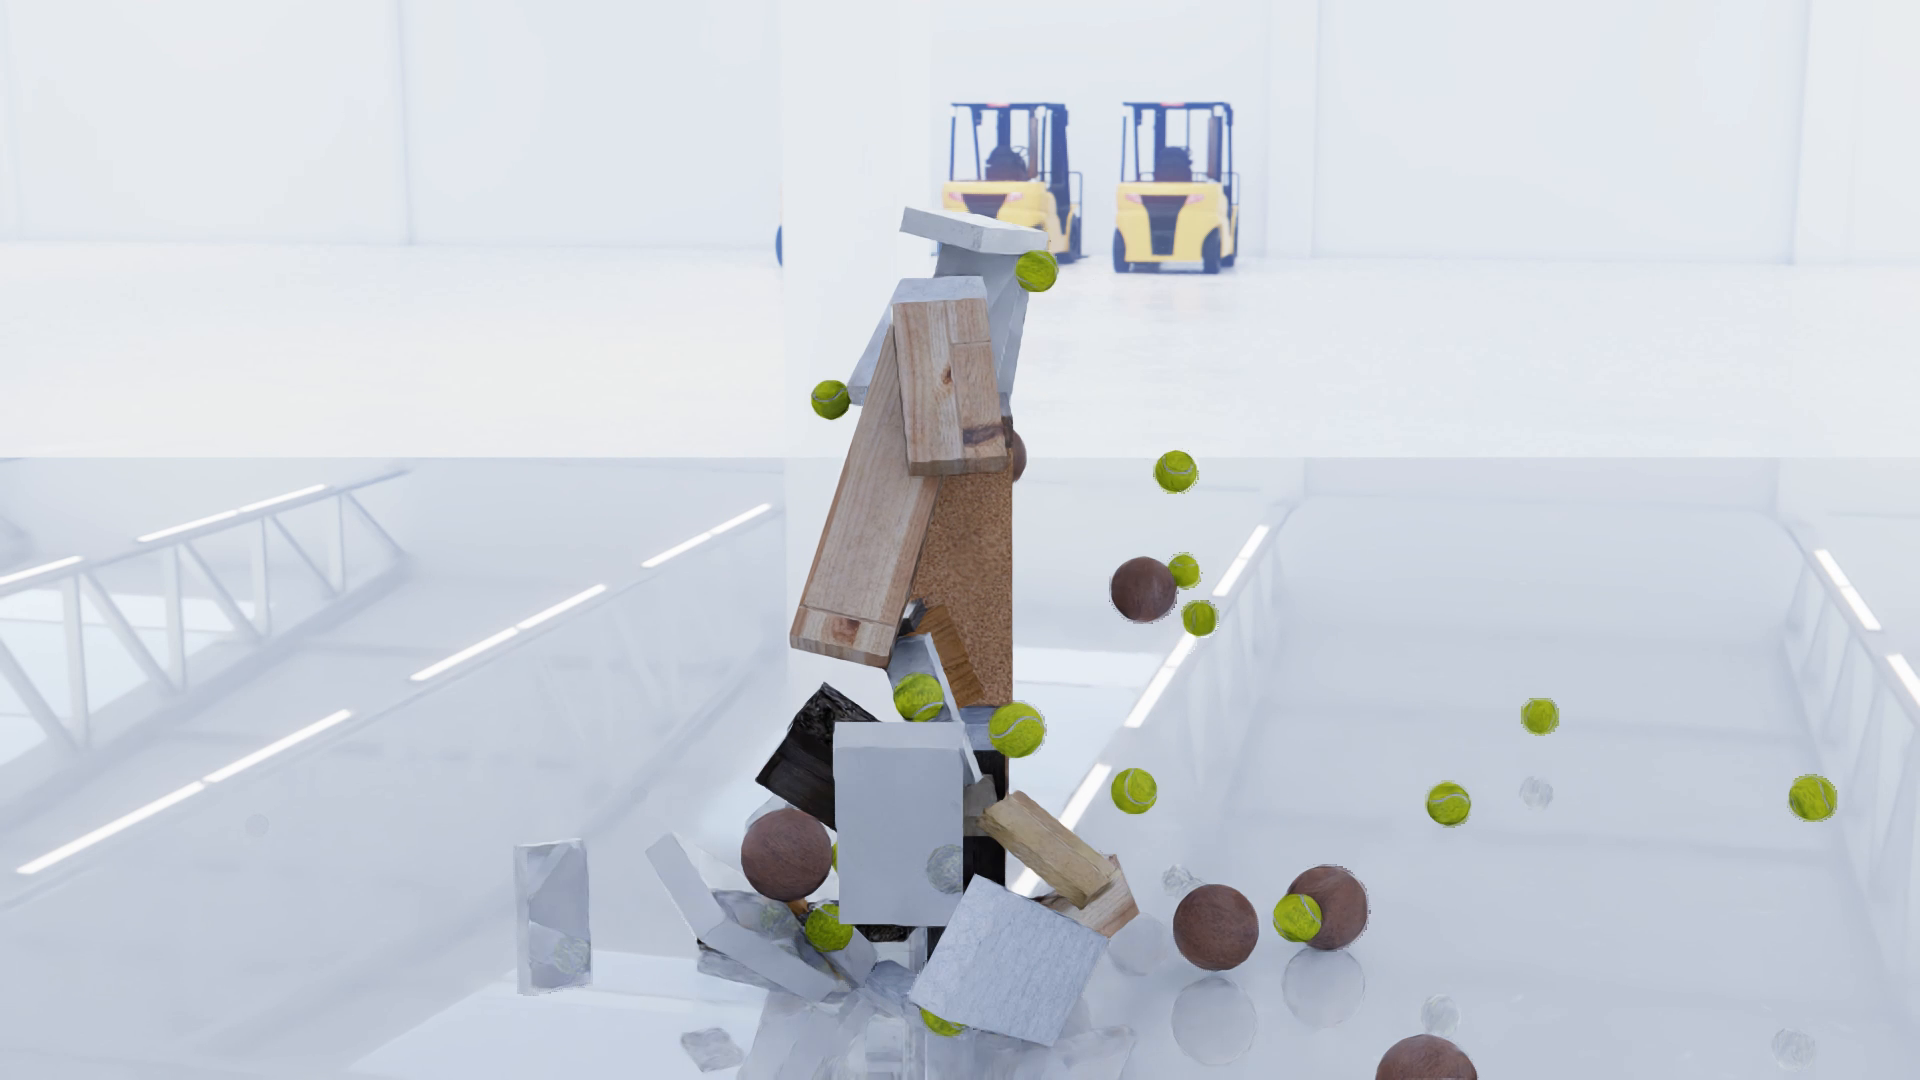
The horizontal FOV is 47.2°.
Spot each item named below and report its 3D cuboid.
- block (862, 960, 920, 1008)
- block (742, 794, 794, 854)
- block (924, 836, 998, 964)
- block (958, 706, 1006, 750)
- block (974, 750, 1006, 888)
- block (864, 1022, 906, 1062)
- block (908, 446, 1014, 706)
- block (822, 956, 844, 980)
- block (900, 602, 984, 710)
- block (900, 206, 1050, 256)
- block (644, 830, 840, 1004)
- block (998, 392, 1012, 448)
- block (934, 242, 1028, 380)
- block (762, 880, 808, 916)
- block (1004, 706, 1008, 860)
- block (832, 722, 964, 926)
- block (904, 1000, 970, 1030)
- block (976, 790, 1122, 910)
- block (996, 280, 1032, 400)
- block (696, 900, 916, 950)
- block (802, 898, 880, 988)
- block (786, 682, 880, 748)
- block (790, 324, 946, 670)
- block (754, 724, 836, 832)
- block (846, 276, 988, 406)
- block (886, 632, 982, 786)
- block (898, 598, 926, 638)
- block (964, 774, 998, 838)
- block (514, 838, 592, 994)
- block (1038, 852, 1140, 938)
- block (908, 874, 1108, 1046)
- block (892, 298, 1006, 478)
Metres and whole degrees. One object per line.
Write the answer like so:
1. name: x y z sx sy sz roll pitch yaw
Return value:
1. block: -0.095 0.657 3.260 0.065 0.018 0.131 -7 13 -33
2. block: -0.331 0.482 3.817 0.018 0.131 0.065 30 36 -24
3. block: 0.002 0.539 3.338 0.110 0.220 0.031 -2 9 -10
4. block: 0.000 0.285 3.603 0.146 0.041 0.292 0 11 0
5. block: 0.000 0.466 3.537 0.146 0.292 0.041 0 11 0
6. block: -0.104 0.697 3.054 0.053 0.015 0.105 0 11 1
7. block: -0.004 0.057 3.559 0.178 0.420 0.050 0 5 0
8. block: -0.199 0.639 3.357 0.065 0.018 0.131 0 11 -1
9. block: -0.032 0.191 3.489 0.082 0.165 0.023 -26 9 -18
10. block: 0.029 -0.545 3.896 0.153 0.043 0.307 18 12 21
11. block: -0.304 0.538 3.113 0.168 0.048 0.337 50 2 36
12. block: -0.007 -0.200 3.654 0.178 0.050 0.356 0 10 0
13. block: 0.010 -0.379 3.906 0.153 0.307 0.043 14 -19 2
14. block: -0.277 0.549 3.335 0.064 0.018 0.128 -15 -26 4
15. block: -0.003 0.383 3.833 0.174 0.347 0.049 0 11 0
16. block: -0.080 0.384 2.946 0.168 0.337 0.048 1 38 0
17. block: -0.022 0.677 3.159 0.105 0.015 0.053 7 13 35
18. block: 0.131 0.452 3.219 0.200 0.028 0.100 38 30 20
19. block: 0.014 -0.269 3.974 0.153 0.444 0.043 12 -9 -13
20. block: -0.231 0.596 3.417 0.335 0.033 0.117 -6 8 15
21. block: -0.177 0.595 3.251 0.018 0.128 0.064 -18 30 41
22. block: -0.137 0.316 3.299 0.233 0.117 0.033 36 51 -5
23. block: -0.109 -0.077 3.377 0.149 0.580 0.042 13 -30 6
24. block: -0.182 0.381 3.308 0.233 0.117 0.033 33 41 -5
25. block: -0.068 -0.331 3.646 0.149 0.042 0.298 1 42 21
26. block: -0.045 0.263 3.347 0.082 0.247 0.023 -11 17 28
27. block: -0.103 0.129 3.397 0.082 0.023 0.165 -21 6 9
28. block: 0.001 0.406 3.368 0.110 0.031 0.220 0 10 -2
29. block: -0.562 0.519 3.040 0.100 0.200 0.028 0 -3 -45
30. block: 0.142 0.570 3.189 0.028 0.100 0.320 -17 8 44
31. block: 0.073 0.551 2.843 0.048 0.168 0.505 26 -7 23
32. block: -0.019 -0.240 3.426 0.149 0.298 0.042 -4 -30 -5
